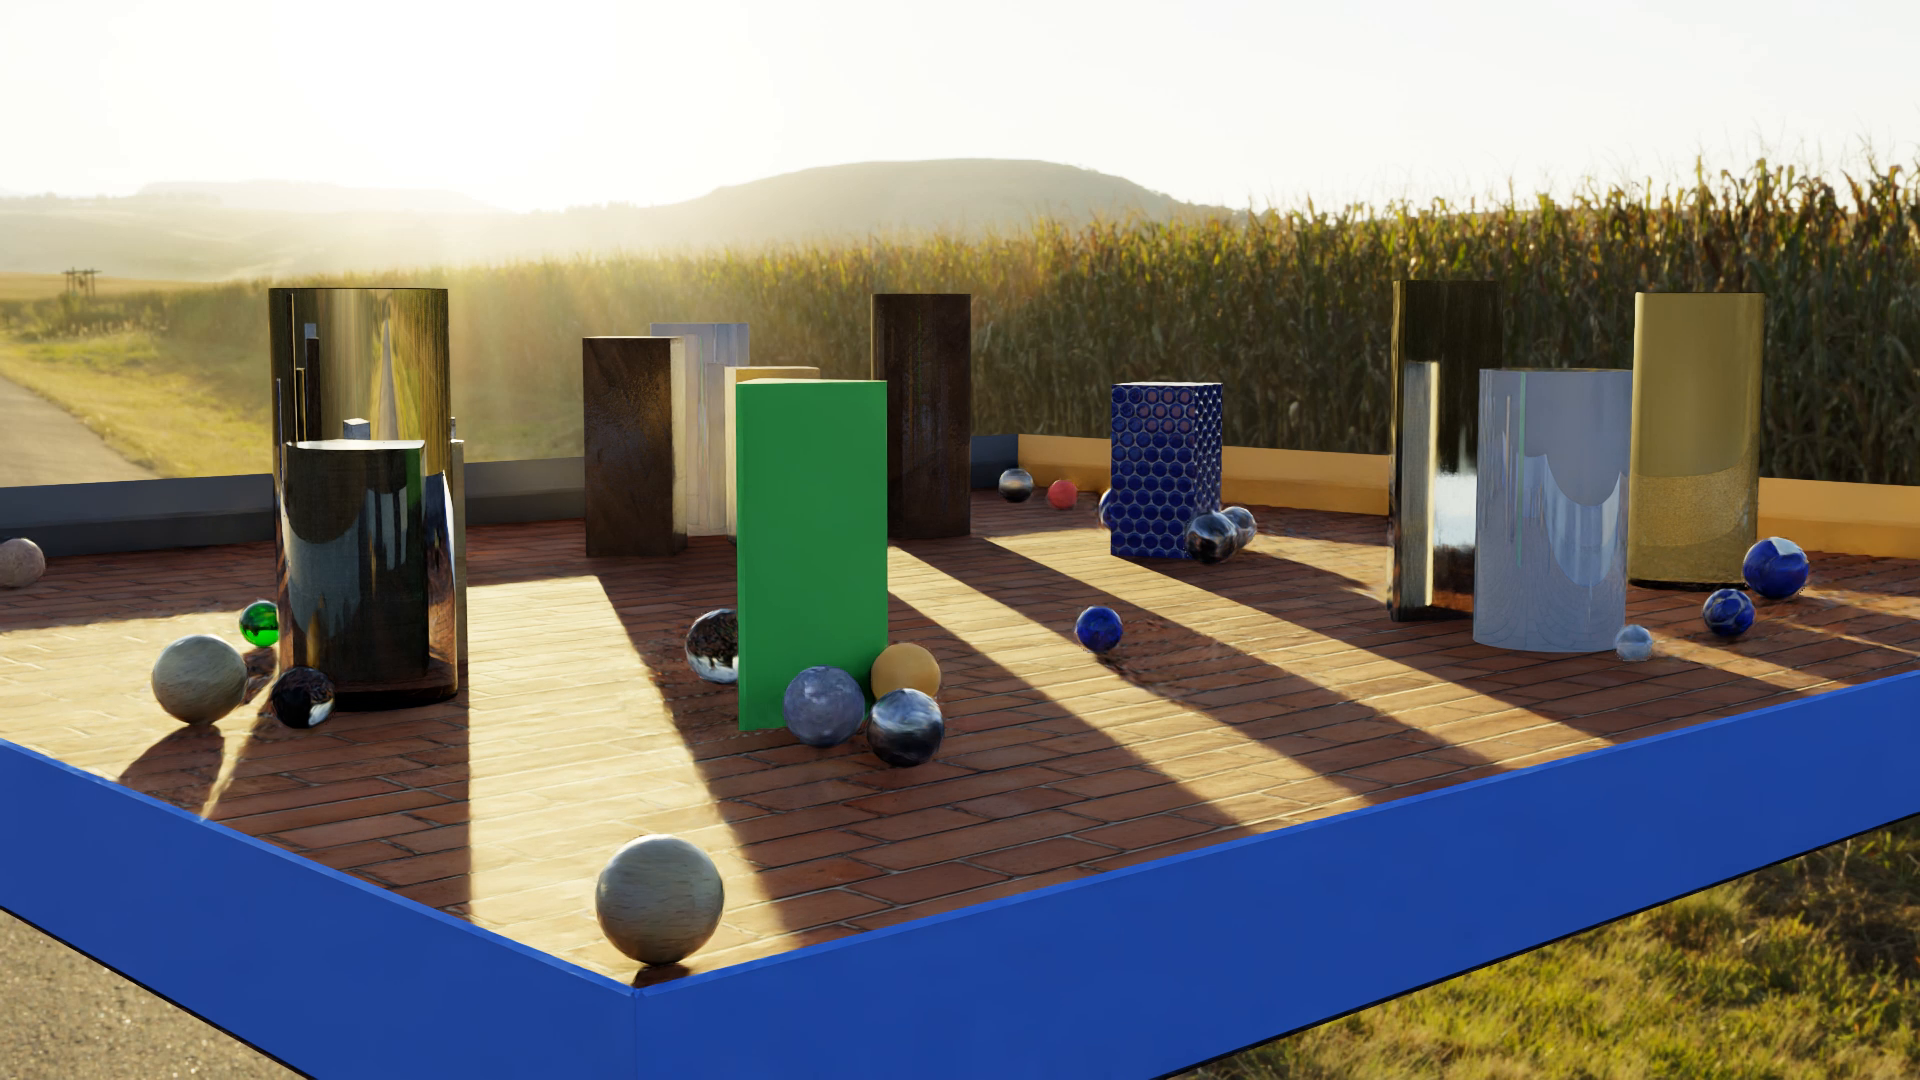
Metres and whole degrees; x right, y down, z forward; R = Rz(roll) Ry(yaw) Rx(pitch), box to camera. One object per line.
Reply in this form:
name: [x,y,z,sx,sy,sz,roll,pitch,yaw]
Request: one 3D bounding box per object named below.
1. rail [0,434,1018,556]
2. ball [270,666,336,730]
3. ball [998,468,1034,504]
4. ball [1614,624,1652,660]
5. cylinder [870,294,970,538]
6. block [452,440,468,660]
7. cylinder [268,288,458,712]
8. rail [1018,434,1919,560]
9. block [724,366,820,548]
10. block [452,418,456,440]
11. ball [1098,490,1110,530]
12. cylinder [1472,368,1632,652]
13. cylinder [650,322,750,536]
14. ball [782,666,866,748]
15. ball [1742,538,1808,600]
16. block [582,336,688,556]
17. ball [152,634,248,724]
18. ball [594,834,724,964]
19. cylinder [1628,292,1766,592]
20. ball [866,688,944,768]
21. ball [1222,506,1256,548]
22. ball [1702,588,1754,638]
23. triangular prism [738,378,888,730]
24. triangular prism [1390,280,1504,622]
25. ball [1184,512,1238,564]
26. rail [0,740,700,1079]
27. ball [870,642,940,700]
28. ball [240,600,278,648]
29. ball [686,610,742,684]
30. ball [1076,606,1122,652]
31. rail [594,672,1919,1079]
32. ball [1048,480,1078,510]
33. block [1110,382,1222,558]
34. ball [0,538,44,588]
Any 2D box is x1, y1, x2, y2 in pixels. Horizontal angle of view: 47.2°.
rail: [-1.072,-0.087,4.487,3.368,0.129,0.045,-5,8,-42]
ball: [-0.701,0.168,2.346,0.067,0.067,0.067,0,6,0]
ball: [0.131,-0.127,5.109,0.082,0.082,0.082,0,6,0]
ball: [0.859,0.131,2.805,0.046,0.046,0.046,0,6,0]
cylinder: [-0.078,-0.251,4.391,0.199,0.478,0.199,0,6,0]
block: [-0.743,0.014,2.803,0.159,0.280,0.159,6,8,43]
cylinder: [-0.684,-0.052,2.524,0.199,0.469,0.199,0,6,0]
rail: [1.220,-0.083,4.451,0.045,0.129,3.208,-5,8,-42]
block: [-0.359,-0.161,4.208,0.159,0.337,0.159,-1,6,-13]
block: [-0.986,-0.081,3.826,0.159,0.258,0.159,2,6,16]
ball: [0.313,-0.057,4.206,0.096,0.096,0.096,0,6,0]
cylinder: [0.796,-0.045,2.957,0.199,0.366,0.199,0,6,0]
cylinder: [-0.524,-0.228,4.447,0.199,0.420,0.199,0,6,0]
ball: [-0.139,0.170,2.246,0.085,0.085,0.085,0,6,0]
ball: [1.262,0.044,3.403,0.096,0.096,0.096,0,6,0]
block: [-0.597,-0.175,4.057,0.159,0.396,0.159,0,6,2]
ball: [-0.820,0.150,2.372,0.098,0.098,0.098,0,6,0]
ball: [-0.205,0.246,1.504,0.088,0.088,0.088,0,6,0]
cylinder: [1.192,-0.163,3.566,0.199,0.473,0.199,0,6,0]
ball: [-0.054,0.184,2.150,0.077,0.077,0.077,0,6,0]
ball: [0.516,-0.023,4.126,0.079,0.079,0.079,0,6,0]
ball: [1.051,0.100,3.007,0.067,0.067,0.067,0,6,0]
triangular prism: [-0.189,0.008,2.428,0.172,0.369,0.149,-3,7,-27]
triangular prism: [0.677,-0.135,3.230,0.172,0.488,0.149,-2,6,-22]
ball: [0.442,-0.004,3.878,0.093,0.093,0.093,0,6,0]
rail: [-1.220,0.150,2.212,0.045,0.129,3.208,-5,8,-42]
ball: [-0.059,0.149,2.376,0.077,0.077,0.077,0,6,0]
ball: [-0.926,0.112,2.922,0.061,0.061,0.061,0,6,0]
ball: [-0.283,0.128,2.627,0.090,0.090,0.090,0,6,0]
ball: [0.182,0.117,2.871,0.062,0.062,0.062,0,6,0]
rail: [1.072,0.154,2.177,3.368,0.129,0.045,-5,8,-42]
ball: [0.230,-0.101,4.928,0.068,0.068,0.068,0,6,0]
block: [0.381,-0.132,4.049,0.159,0.311,0.159,3,7,24]
ball: [-1.520,0.037,3.549,0.079,0.079,0.079,0,6,0]
